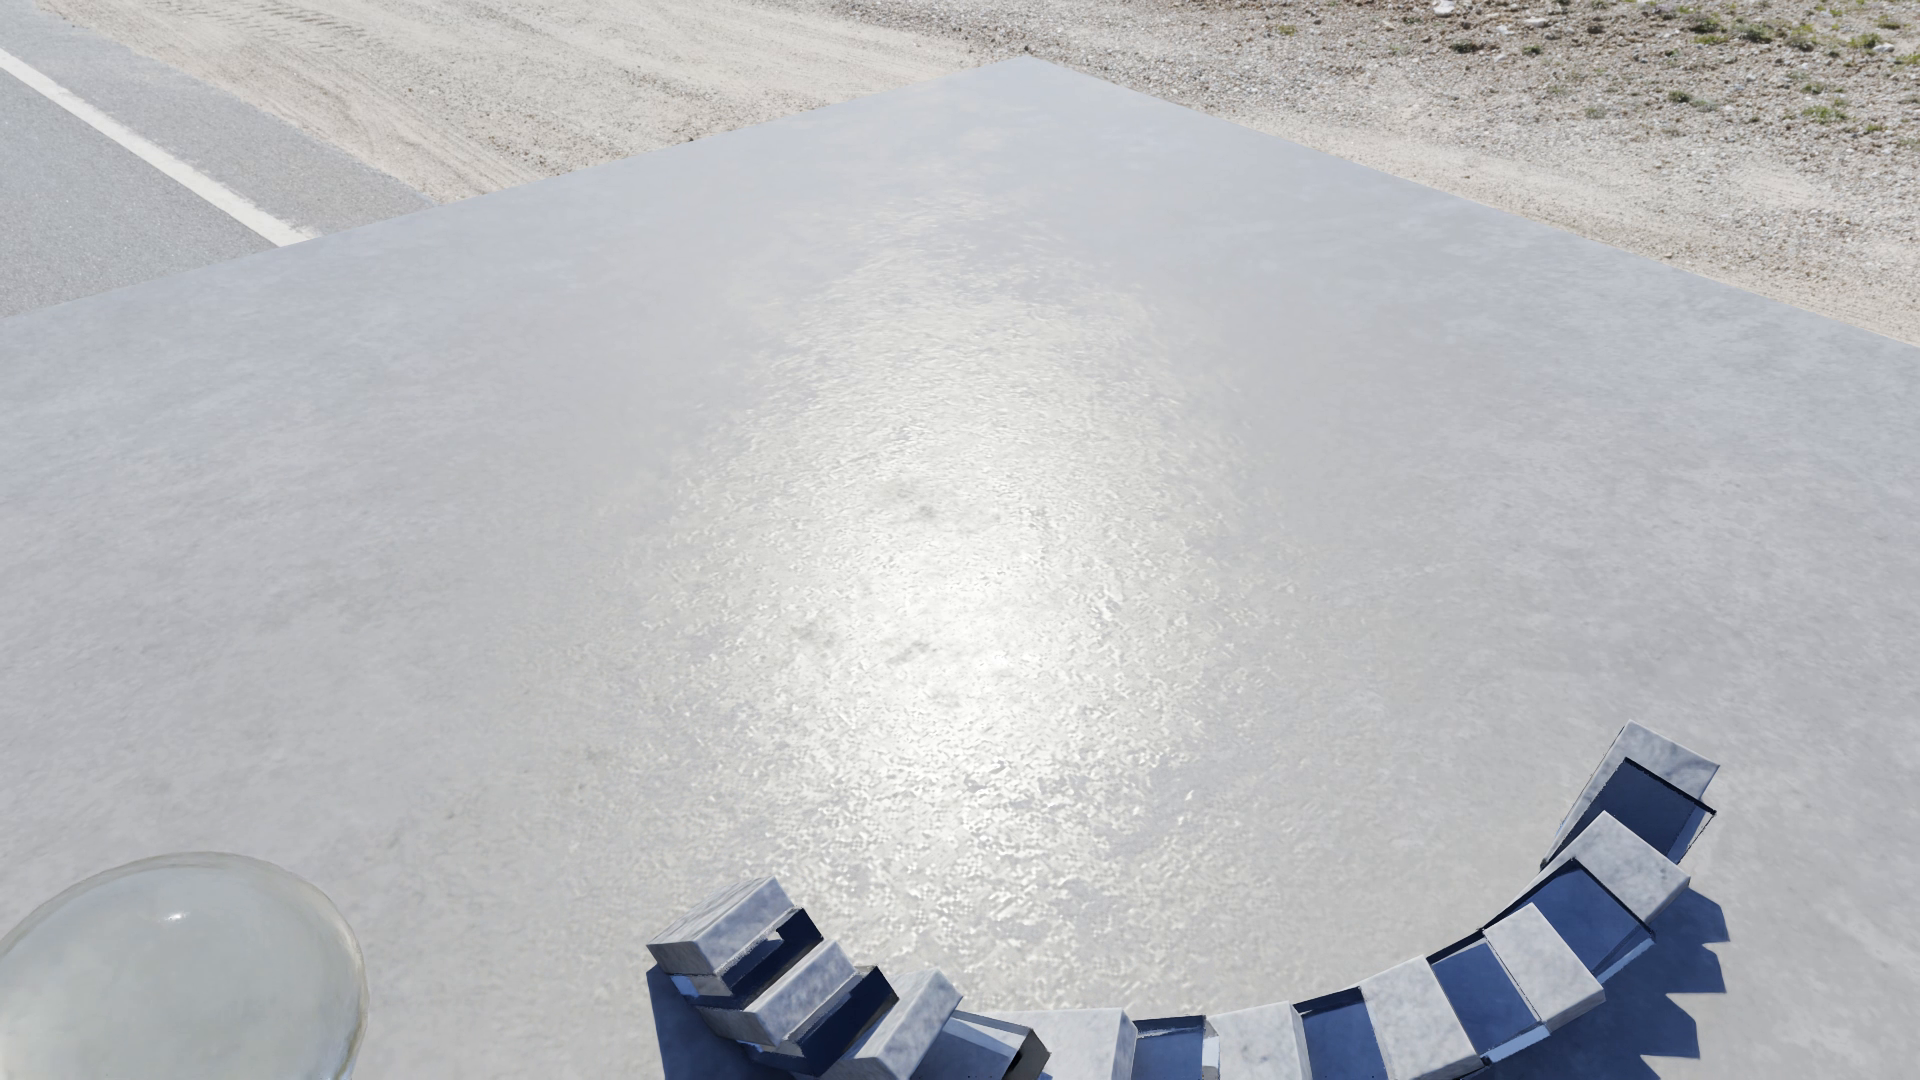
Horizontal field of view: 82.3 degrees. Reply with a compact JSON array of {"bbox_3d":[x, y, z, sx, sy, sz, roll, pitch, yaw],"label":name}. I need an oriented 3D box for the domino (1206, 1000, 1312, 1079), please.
[{"bbox_3d":[0.059,0.130,0.265,0.050,0.009,0.025,-22,36,22],"label":"domino"}]

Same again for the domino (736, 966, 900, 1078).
[{"bbox_3d":[-0.037,0.118,0.272,0.025,0.050,0.010,-34,89,-34],"label":"domino"}]

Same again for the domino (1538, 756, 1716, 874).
[{"bbox_3d":[0.187,0.090,0.312,0.025,0.010,0.050,37,85,33],"label":"domino"}]

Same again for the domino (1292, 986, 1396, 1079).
[{"bbox_3d":[0.078,0.129,0.267,0.050,0.009,0.025,-25,37,18],"label":"domino"}]

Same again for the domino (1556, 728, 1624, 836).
[{"bbox_3d":[0.210,0.082,0.344,0.025,0.010,0.050,31,49,32],"label":"domino"}]

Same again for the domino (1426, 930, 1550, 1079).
[{"bbox_3d":[0.116,0.122,0.275,0.050,0.010,0.025,-33,41,10],"label":"domino"}]

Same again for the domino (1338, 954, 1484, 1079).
[{"bbox_3d":[0.098,0.125,0.271,0.050,0.010,0.025,-30,40,13],"label":"domino"}]

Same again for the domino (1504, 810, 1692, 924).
[{"bbox_3d":[0.170,0.101,0.300,0.050,0.010,0.025,-43,49,-2],"label":"domino"}]

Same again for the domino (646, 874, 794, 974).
[{"bbox_3d":[-0.064,0.102,0.291,0.025,0.050,0.009,-34,89,-34],"label":"domino"}]

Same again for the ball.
[{"bbox_3d":[-0.180,0.112,0.251,0.080,0.080,0.080,0,39,0],"label":"ball"}]

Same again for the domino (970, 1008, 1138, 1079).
[{"bbox_3d":[0.017,0.129,0.268,0.050,0.009,0.025,-16,31,29],"label":"domino"}]

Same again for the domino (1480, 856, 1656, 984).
[{"bbox_3d":[0.153,0.110,0.290,0.050,0.010,0.025,-39,46,1],"label":"domino"}]

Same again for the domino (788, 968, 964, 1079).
[{"bbox_3d":[-0.022,0.120,0.269,0.010,0.050,0.025,49,49,-4],"label":"domino"}]

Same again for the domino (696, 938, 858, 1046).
[{"bbox_3d":[-0.047,0.113,0.277,0.025,0.050,0.010,-34,89,-34],"label":"domino"}]

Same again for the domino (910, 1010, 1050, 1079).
[{"bbox_3d":[-0.005,0.127,0.266,0.050,0.010,0.025,-12,26,46],"label":"domino"}]

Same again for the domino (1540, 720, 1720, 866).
[{"bbox_3d":[0.197,0.081,0.323,0.025,0.009,0.050,32,82,32],"label":"domino"}]

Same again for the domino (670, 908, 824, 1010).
[{"bbox_3d":[-0.056,0.108,0.284,0.025,0.050,0.010,-34,89,-34],"label":"domino"}]

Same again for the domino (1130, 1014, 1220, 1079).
[{"bbox_3d":[0.037,0.131,0.265,0.050,0.009,0.025,-18,32,27],"label":"domino"}]

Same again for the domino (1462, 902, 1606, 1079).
[{"bbox_3d":[0.134,0.118,0.282,0.050,0.009,0.025,-33,43,5],"label":"domino"}]
